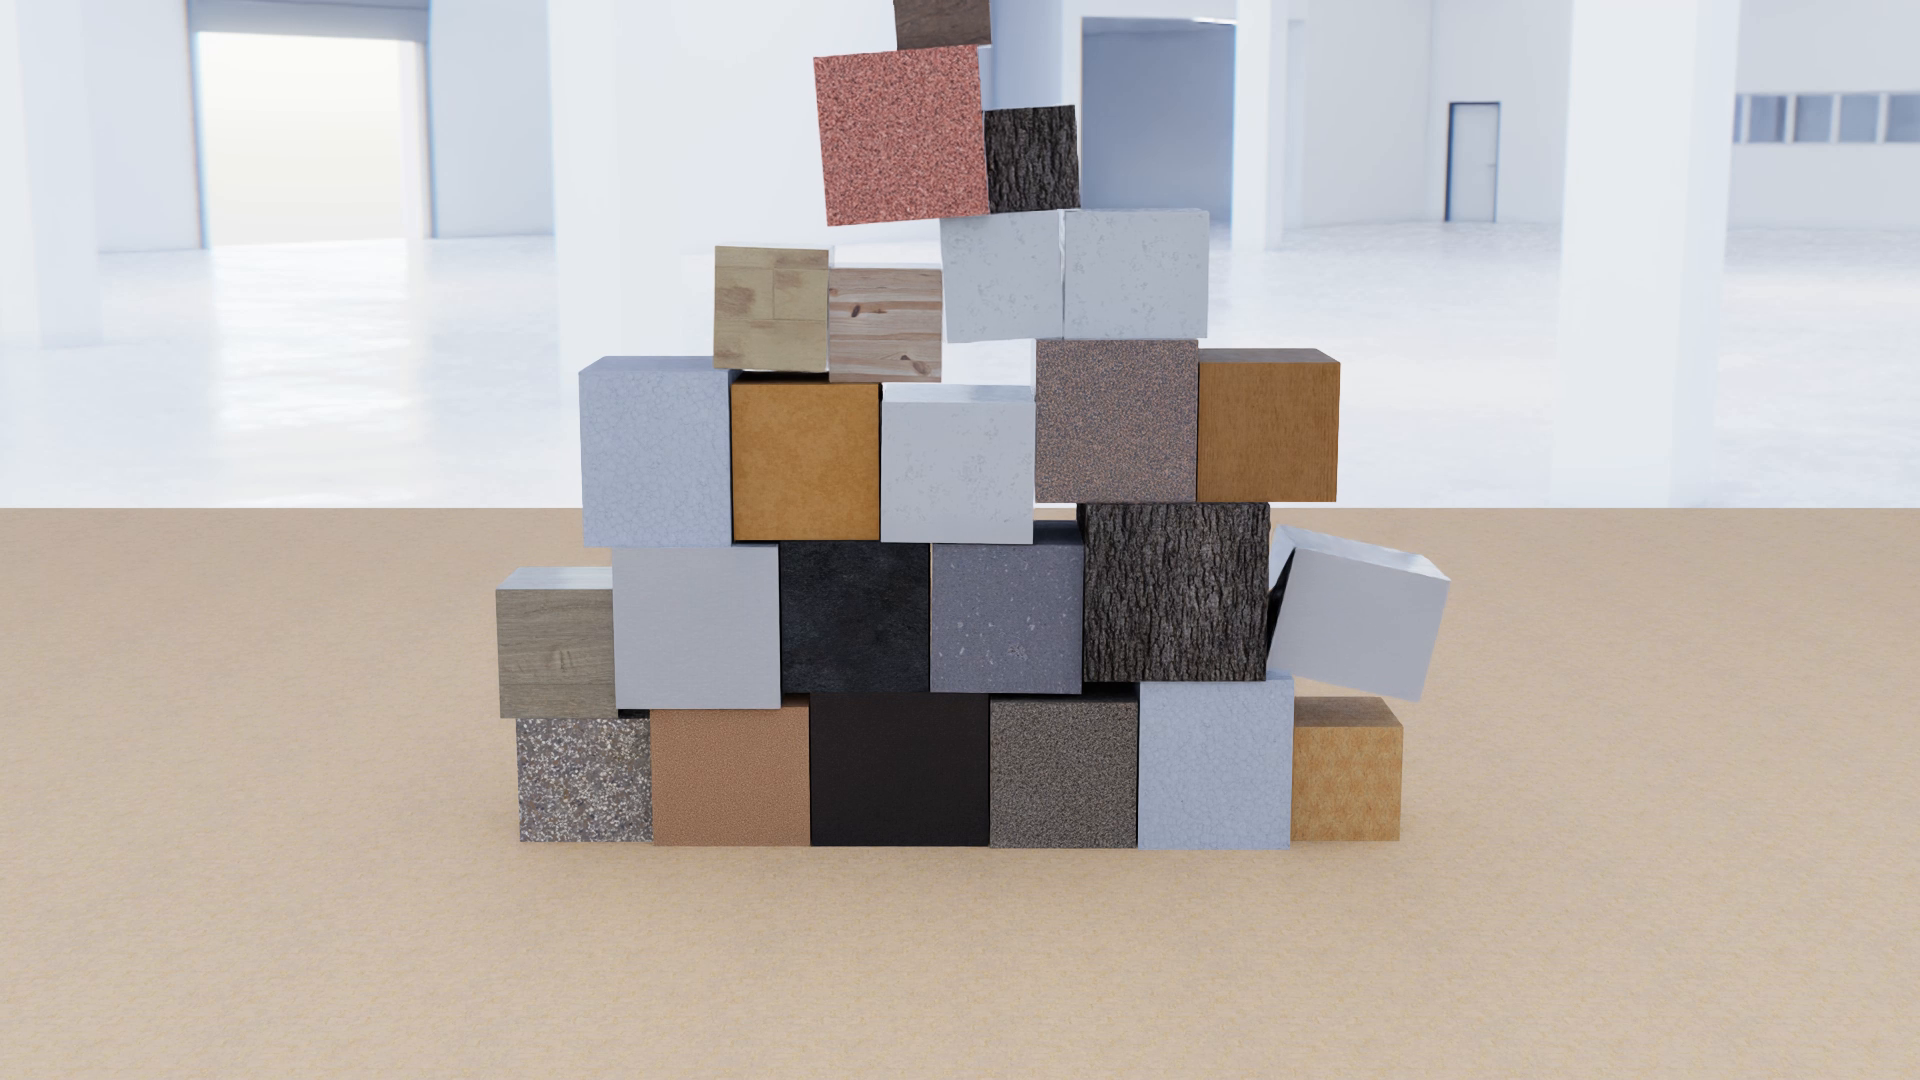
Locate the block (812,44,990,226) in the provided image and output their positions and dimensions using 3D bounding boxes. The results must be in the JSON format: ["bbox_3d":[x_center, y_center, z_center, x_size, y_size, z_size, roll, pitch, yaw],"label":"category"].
[{"bbox_3d":[-0.277,-1.989,10.831,0.778,0.796,0.789,-4,10,1],"label":"block"}]

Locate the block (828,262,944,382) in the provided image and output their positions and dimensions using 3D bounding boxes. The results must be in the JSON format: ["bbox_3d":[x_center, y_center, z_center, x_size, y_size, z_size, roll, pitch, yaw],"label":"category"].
[{"bbox_3d":[-0.364,-1.090,10.976,0.554,0.559,0.457,0,10,0],"label":"block"}]

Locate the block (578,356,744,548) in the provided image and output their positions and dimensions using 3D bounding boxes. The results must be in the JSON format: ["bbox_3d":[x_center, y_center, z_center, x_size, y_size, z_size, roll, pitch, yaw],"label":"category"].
[{"bbox_3d":[-1.484,-0.461,11.101,0.721,0.861,0.814,0,10,0],"label":"block"}]

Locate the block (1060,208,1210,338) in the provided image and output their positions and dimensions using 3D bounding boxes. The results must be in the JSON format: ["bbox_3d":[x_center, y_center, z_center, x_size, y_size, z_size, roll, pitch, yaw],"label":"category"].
[{"bbox_3d":[0.857,-1.337,10.955,0.695,0.609,0.627,0,10,0],"label":"block"}]

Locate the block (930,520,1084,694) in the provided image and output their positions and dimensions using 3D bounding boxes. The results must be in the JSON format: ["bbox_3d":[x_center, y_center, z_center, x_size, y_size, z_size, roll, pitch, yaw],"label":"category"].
[{"bbox_3d":[0.233,0.326,11.220,0.748,0.750,0.731,1,10,0],"label":"block"}]

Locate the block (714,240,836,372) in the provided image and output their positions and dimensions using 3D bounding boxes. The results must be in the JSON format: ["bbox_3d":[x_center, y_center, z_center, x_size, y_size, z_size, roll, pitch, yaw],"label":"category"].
[{"bbox_3d":[-0.922,-1.174,10.986,0.552,0.596,0.562,2,10,0],"label":"block"}]

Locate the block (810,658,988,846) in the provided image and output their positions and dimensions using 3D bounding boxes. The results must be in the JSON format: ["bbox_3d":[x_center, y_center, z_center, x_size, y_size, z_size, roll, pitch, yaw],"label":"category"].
[{"bbox_3d":[-0.302,1.083,11.379,0.886,0.798,0.765,0,10,0],"label":"block"}]

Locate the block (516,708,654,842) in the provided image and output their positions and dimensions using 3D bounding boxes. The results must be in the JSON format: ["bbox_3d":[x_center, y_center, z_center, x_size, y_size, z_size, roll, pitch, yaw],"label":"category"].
[{"bbox_3d":[-1.892,1.160,11.391,0.675,0.642,0.608,0,10,0],"label":"block"}]

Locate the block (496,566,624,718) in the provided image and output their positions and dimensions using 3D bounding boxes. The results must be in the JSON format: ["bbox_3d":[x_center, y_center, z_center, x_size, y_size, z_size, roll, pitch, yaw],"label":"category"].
[{"bbox_3d":[-2.013,0.518,11.275,0.592,0.662,0.585,0,10,0],"label":"block"}]

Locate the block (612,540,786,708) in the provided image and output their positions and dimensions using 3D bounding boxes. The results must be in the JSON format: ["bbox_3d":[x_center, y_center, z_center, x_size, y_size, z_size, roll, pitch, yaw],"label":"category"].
[{"bbox_3d":[-1.299,0.364,11.248,0.816,0.815,0.824,0,10,0],"label":"block"}]

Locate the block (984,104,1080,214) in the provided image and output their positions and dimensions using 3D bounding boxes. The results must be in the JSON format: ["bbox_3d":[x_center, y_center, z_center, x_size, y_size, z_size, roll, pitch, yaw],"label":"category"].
[{"bbox_3d":[0.352,-1.877,10.832,0.434,0.493,0.424,-4,10,1],"label":"block"}]

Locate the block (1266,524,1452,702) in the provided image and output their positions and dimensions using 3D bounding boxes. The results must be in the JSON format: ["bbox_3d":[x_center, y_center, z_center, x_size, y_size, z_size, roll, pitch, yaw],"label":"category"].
[{"bbox_3d":[1.977,0.364,11.254,0.791,0.637,0.675,12,10,-2],"label":"block"}]

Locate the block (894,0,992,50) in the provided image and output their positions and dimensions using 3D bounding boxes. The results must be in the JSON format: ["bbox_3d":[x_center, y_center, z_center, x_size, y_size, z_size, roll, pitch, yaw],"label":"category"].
[{"bbox_3d":[-0.092,-2.636,10.701,0.455,0.493,0.414,-4,10,1],"label":"block"}]

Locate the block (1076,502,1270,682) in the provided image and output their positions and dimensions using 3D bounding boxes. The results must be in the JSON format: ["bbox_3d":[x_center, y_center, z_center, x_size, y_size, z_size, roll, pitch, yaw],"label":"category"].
[{"bbox_3d":[1.060,0.185,11.199,0.896,0.881,0.892,0,10,0],"label":"block"}]

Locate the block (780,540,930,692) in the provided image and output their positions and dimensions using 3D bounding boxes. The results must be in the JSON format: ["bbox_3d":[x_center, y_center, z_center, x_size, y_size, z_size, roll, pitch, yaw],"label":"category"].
[{"bbox_3d":[-0.519,0.315,11.234,0.726,0.765,0.761,0,10,0],"label":"block"}]

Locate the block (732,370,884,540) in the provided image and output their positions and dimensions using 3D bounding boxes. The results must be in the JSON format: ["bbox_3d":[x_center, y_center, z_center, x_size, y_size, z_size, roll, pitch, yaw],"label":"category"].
[{"bbox_3d":[-0.755,-0.436,11.085,0.716,0.767,0.659,0,10,0],"label":"block"}]

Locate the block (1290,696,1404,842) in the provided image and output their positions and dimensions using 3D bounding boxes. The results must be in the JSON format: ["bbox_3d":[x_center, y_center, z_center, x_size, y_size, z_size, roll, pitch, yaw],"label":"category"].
[{"bbox_3d":[1.947,1.179,11.410,0.566,0.598,0.617,0,10,0],"label":"block"}]

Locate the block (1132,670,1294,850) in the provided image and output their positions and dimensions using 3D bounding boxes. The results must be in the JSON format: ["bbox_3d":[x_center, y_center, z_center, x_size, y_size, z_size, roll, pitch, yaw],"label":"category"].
[{"bbox_3d":[1.273,1.046,11.371,0.762,0.874,0.861,0,10,0],"label":"block"}]

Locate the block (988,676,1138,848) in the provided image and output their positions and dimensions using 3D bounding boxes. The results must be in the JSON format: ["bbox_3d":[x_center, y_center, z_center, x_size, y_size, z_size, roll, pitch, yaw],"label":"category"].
[{"bbox_3d":[0.517,1.104,11.389,0.731,0.754,0.838,0,10,0],"label":"block"}]

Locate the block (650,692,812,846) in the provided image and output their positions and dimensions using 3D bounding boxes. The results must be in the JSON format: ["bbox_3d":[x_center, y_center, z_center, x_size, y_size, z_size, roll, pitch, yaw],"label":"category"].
[{"bbox_3d":[-1.150,1.118,11.395,0.790,0.722,0.778,0,10,0],"label":"block"}]

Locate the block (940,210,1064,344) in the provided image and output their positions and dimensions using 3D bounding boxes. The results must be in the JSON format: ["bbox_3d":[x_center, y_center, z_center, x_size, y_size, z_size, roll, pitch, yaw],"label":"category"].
[{"bbox_3d":[0.204,-1.322,10.924,0.572,0.611,0.543,-4,10,1],"label":"block"}]

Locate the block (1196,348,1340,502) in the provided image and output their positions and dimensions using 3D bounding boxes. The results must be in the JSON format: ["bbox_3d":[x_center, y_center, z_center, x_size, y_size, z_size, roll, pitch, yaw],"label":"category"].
[{"bbox_3d":[1.503,-0.590,11.084,0.684,0.685,0.757,0,10,0],"label":"block"}]

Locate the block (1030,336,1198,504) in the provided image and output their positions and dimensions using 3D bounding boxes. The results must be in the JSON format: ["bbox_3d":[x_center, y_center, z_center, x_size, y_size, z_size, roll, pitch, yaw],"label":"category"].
[{"bbox_3d":[0.759,-0.641,11.052,0.785,0.796,0.778,0,10,0],"label":"block"}]

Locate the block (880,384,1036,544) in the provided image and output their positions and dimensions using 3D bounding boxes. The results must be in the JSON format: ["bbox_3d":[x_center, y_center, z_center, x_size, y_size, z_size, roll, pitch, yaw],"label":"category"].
[{"bbox_3d":[-0.011,-0.397,11.098,0.743,0.690,0.818,1,10,0],"label":"block"}]
